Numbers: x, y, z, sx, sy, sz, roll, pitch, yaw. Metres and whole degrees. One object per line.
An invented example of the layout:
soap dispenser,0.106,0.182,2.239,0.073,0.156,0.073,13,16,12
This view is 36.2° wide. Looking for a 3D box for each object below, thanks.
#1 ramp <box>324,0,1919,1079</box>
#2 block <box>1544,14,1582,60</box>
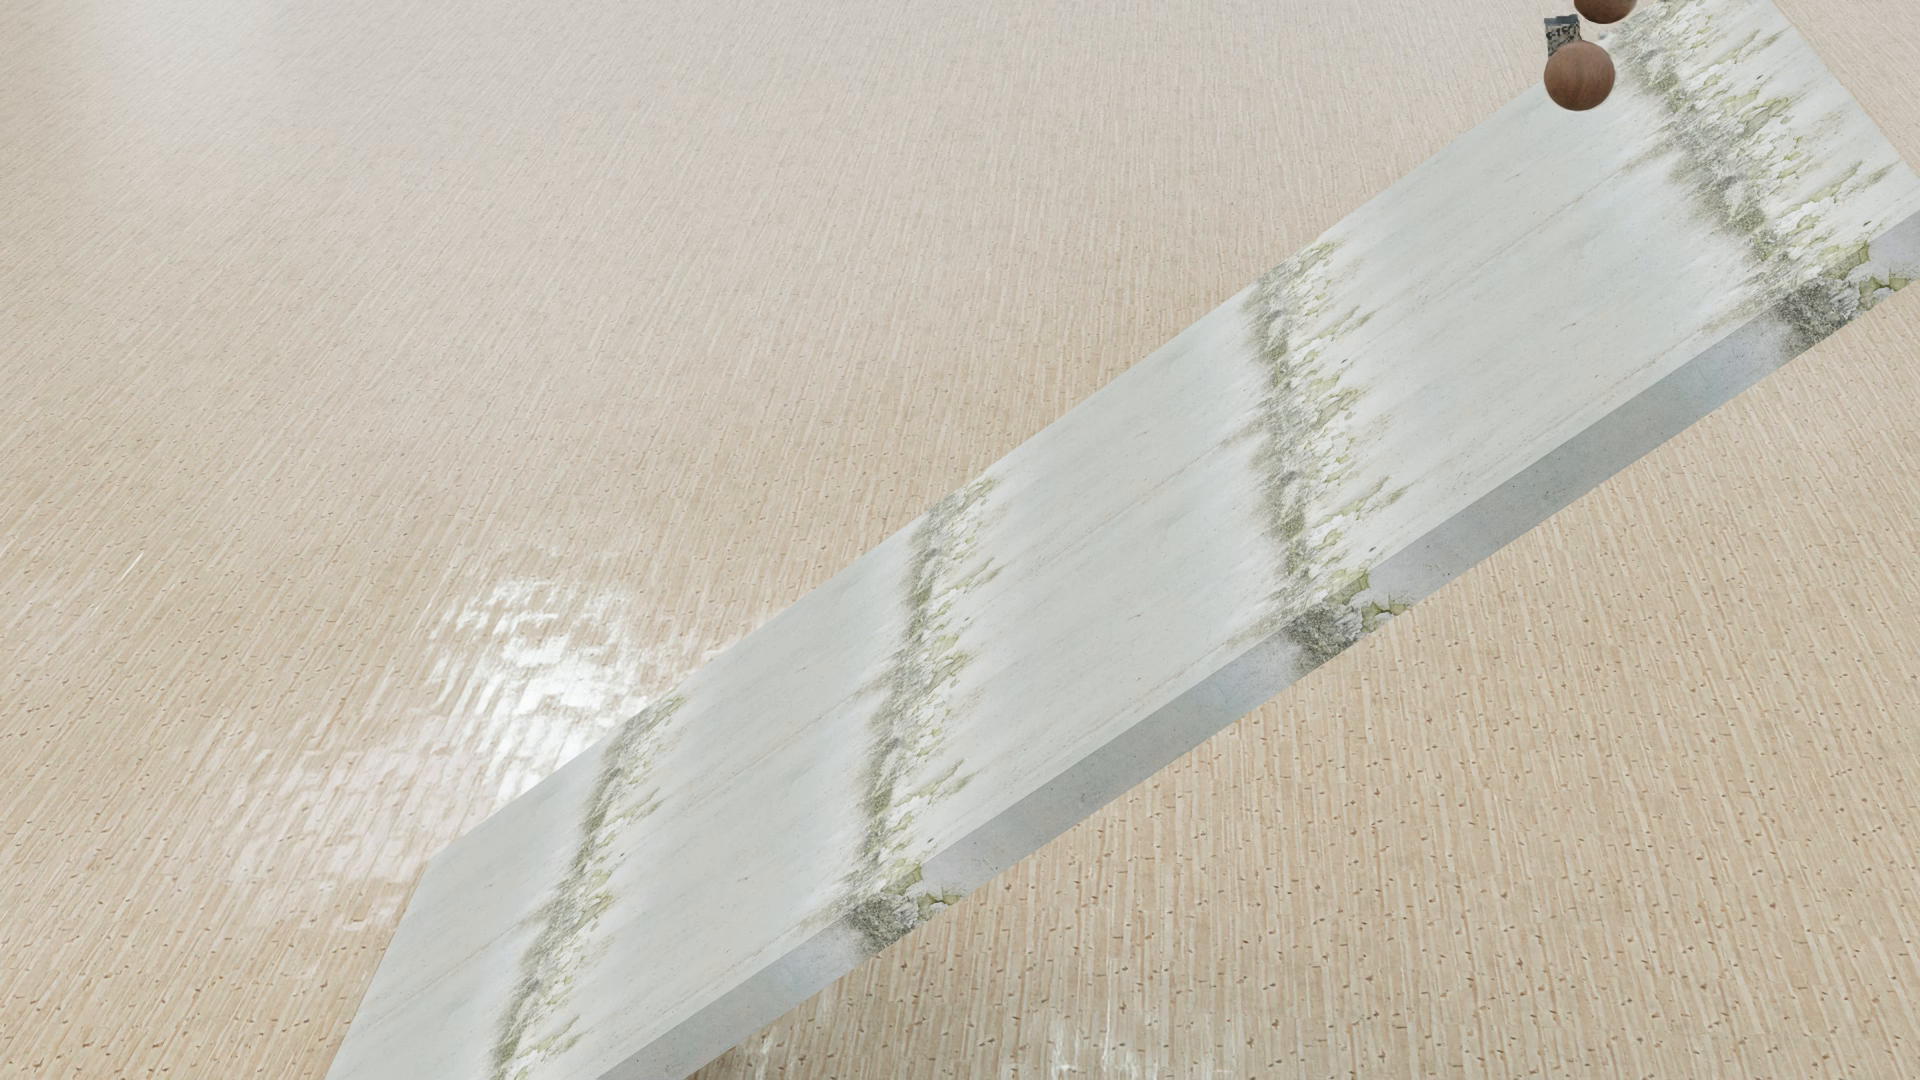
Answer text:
ramp,0.126,0.181,6.328,4.000,0.100,2.000,-35,16,17
block,1.167,-0.972,5.689,0.064,0.064,0.064,-7,27,12
